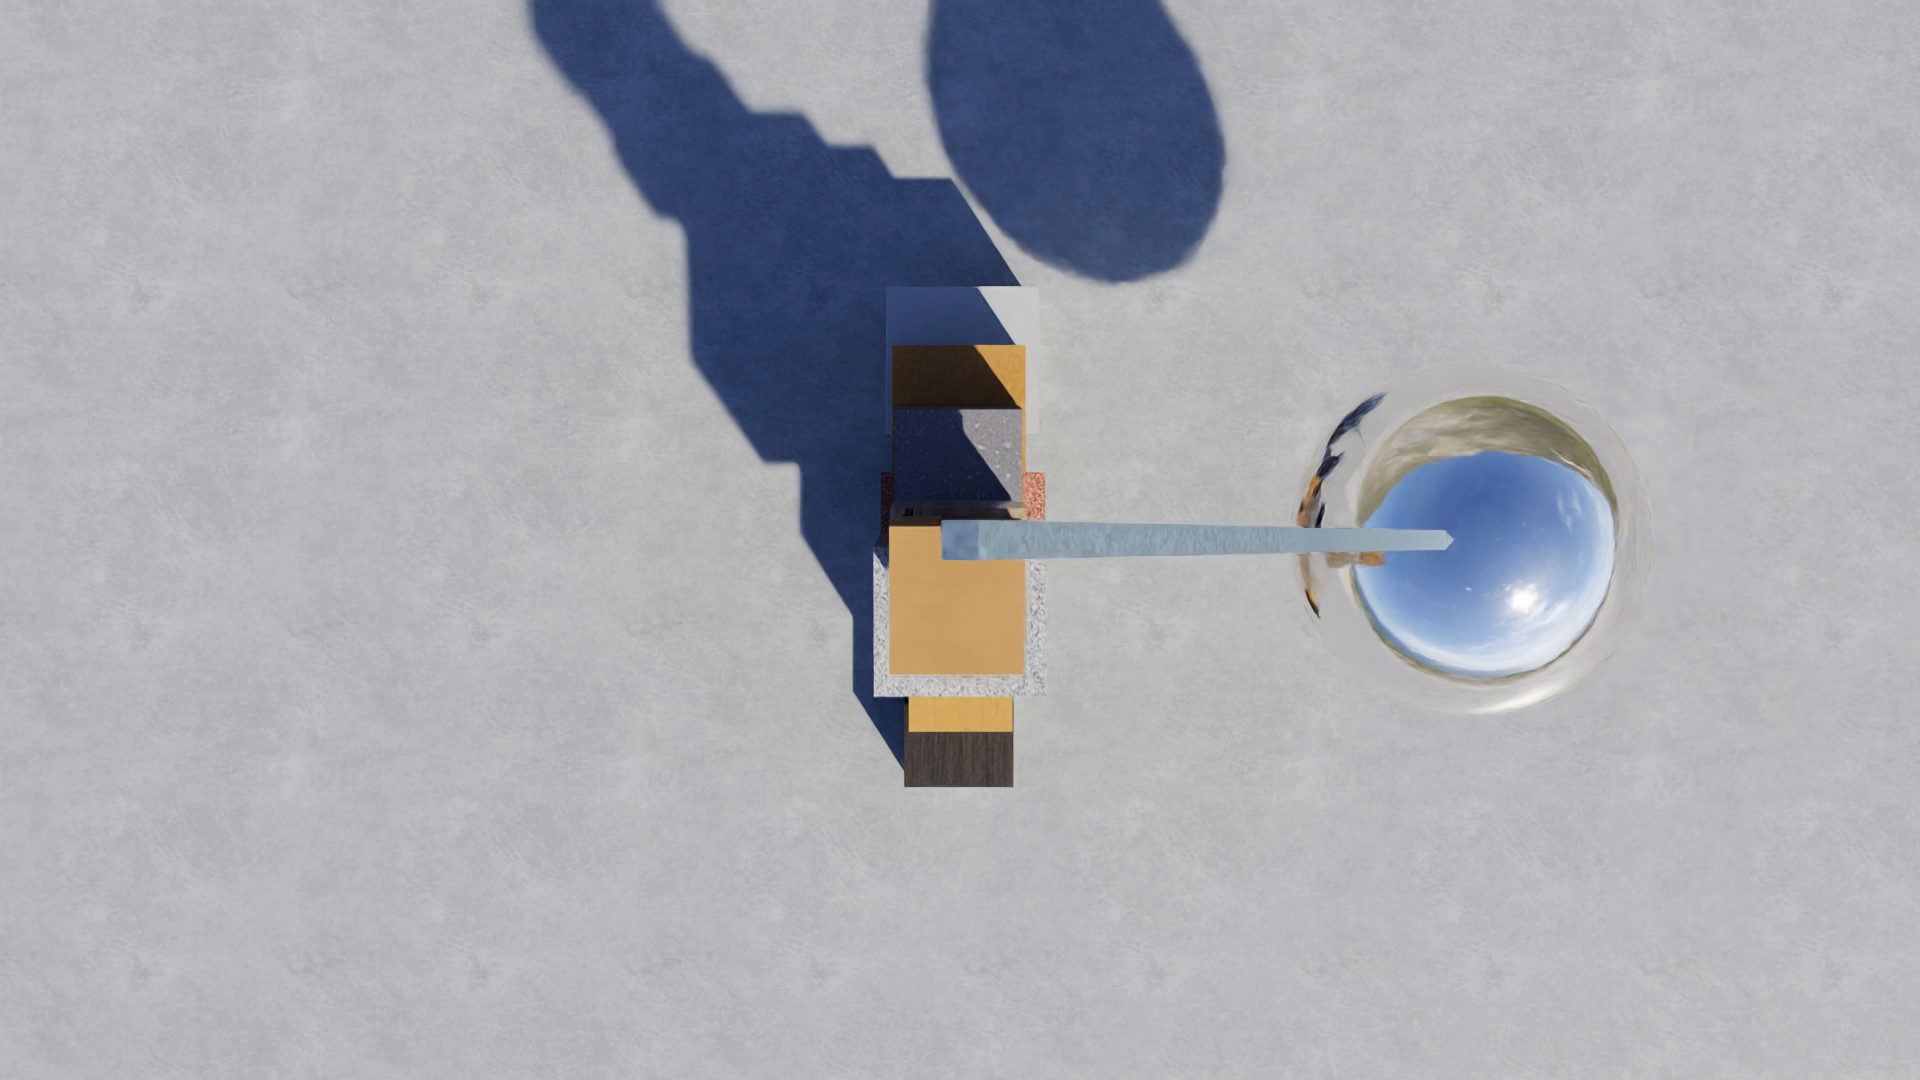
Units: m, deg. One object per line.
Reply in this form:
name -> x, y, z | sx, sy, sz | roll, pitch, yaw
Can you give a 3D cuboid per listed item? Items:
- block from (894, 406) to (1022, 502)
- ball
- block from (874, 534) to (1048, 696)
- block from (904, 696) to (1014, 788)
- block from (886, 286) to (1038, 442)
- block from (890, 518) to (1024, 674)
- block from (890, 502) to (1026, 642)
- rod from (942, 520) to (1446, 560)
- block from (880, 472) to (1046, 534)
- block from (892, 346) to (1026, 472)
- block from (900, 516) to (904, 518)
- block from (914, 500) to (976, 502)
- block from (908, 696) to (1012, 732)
block -> -0.009, -0.331, 11.052 | 0.623, 0.692, 0.668 | 0, 95, 0
ball -> 2.295, 0.000, 9.929 | 1.600, 1.600, 1.600 | 0, 90, 0
block -> 0.002, 0.369, 11.157 | 0.845, 0.838, 0.737 | 0, 94, 0
block -> -0.006, 1.090, 12.696 | 0.617, 0.607, 0.606 | 0, 90, 0
block -> 0.014, -0.988, 12.544 | 0.838, 0.912, 0.811 | 0, 90, 0
block -> -0.013, 0.220, 8.925 | 0.531, 0.526, 0.586 | 0, 94, 0
block -> -0.008, 0.135, 9.931 | 0.601, 0.504, 0.589 | 0, 94, 0
rod -> 0.994, 0.000, 6.788 | 0.080, 5.200, 0.080 | 0, 90, 22
block -> 0.016, 0.029, 11.927 | 0.866, 0.694, 0.773 | 0, 90, 0
block -> -0.005, -0.688, 11.739 | 0.691, 0.695, 0.655 | 0, 91, 0
block -> -0.018, 0.172, 9.433 | 0.498, 0.494, 0.510 | 0, 94, 0
block -> 0.019, 0.094, 10.449 | 0.486, 0.534, 0.529 | 0, 94, 0
block -> 0.004, 0.723, 11.996 | 0.552, 0.558, 0.596 | 0, 90, 0
